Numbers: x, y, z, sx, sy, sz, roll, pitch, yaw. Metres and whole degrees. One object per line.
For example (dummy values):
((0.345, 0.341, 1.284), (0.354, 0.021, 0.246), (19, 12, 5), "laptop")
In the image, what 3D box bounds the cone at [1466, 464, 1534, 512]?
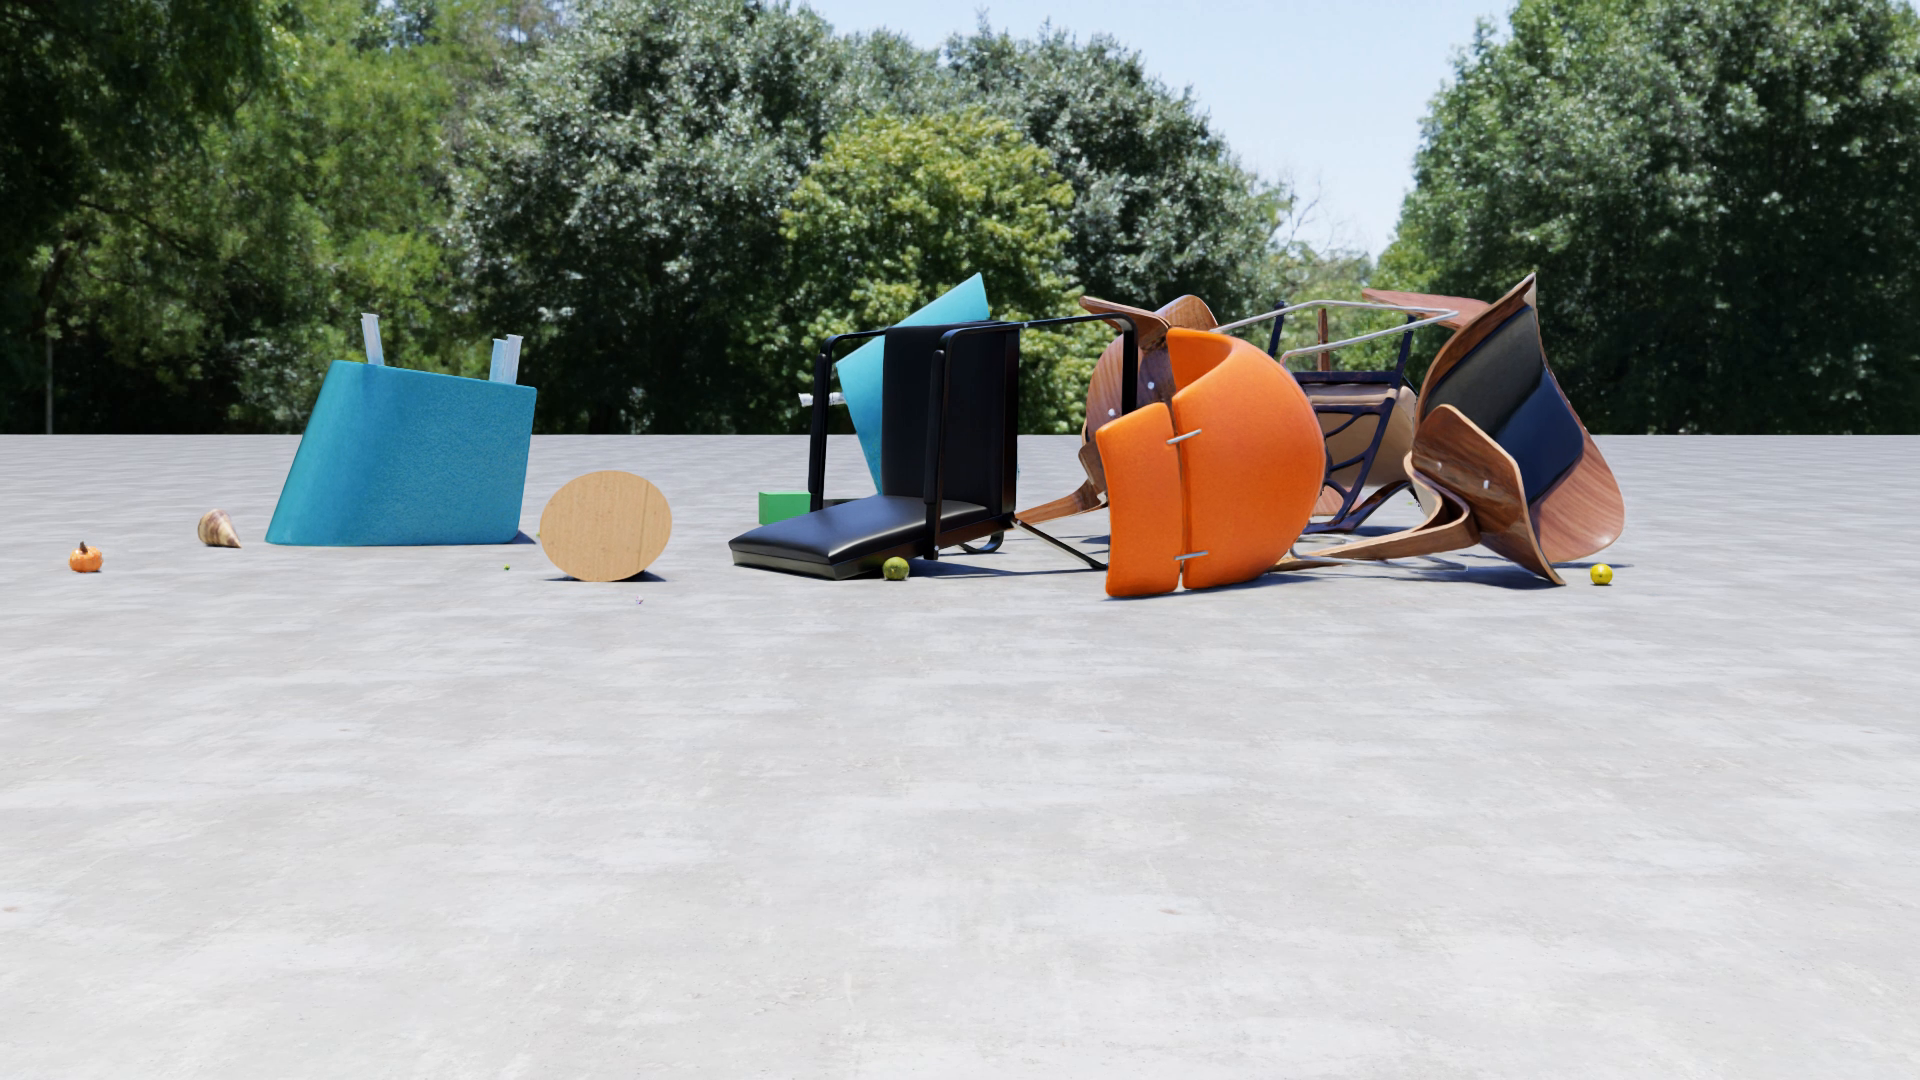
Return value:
((1.977, -0.153, 8.140), (0.262, 0.197, 0.172), (-12, 27, 36), "cone")

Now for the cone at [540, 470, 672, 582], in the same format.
((-0.810, 0.019, 5.323), (0.320, 0.276, 0.348), (1, -18, 8), "cone")

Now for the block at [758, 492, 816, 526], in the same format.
((-0.573, -0.103, 7.272), (0.158, 0.106, 0.188), (-1, 4, -14), "block")

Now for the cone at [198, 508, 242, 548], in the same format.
((-2.081, -0.007, 6.252), (0.181, 0.112, 0.098), (27, 9, 41), "cone")

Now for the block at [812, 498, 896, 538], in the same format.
((-0.326, -0.067, 6.715), (0.209, 0.111, 0.153), (-2, 4, -29), "block")

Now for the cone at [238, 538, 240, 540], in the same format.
((-2.133, -0.006, 6.465), (0.047, 0.050, 0.068), (34, -12, -38), "cone")

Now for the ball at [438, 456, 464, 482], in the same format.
((-2.441, -0.338, 10.543), (0.127, 0.127, 0.127), (0, 4, 0), "ball")
